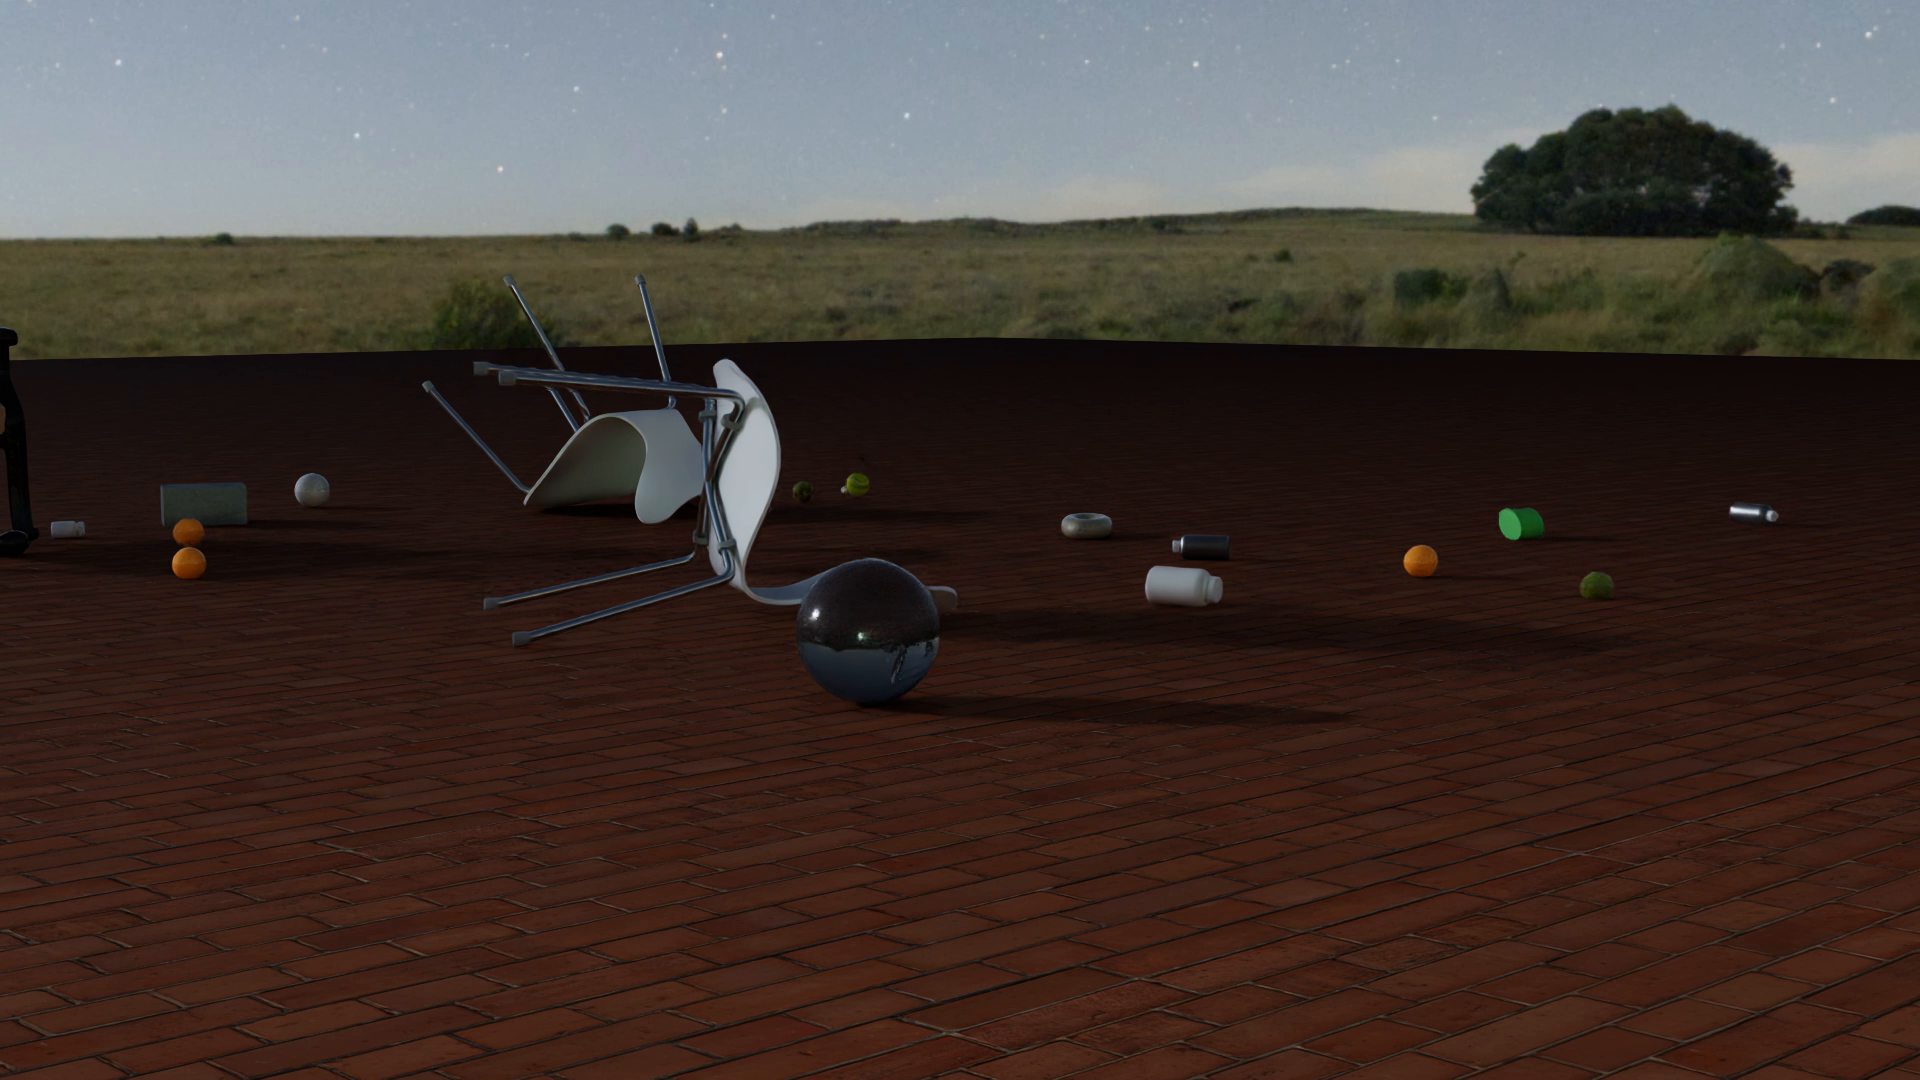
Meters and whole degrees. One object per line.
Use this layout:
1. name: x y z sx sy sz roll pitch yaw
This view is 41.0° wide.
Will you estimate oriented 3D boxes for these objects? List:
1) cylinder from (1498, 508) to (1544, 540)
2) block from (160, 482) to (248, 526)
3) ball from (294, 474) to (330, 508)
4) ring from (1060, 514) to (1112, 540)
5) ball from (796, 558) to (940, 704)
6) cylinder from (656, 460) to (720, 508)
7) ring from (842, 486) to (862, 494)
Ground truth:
1. cylinder: 1.408 -0.041 6.436 0.073 0.070 0.096 -3 37 -28
2. block: -2.019 -0.095 6.849 0.211 0.100 0.155 -2 6 -20
3. ball: -1.842 -0.141 7.295 0.099 0.099 0.099 0 6 0
4. ring: 0.321 -0.034 6.499 0.131 0.052 0.226 2 7 8
5. ball: -0.141 0.141 3.950 0.224 0.224 0.224 0 6 0
6. cylinder: -0.776 -0.158 7.301 0.167 0.104 0.117 41 -18 -30
7. ring: -0.330 -0.151 7.774 0.060 0.022 0.106 2 7 10
